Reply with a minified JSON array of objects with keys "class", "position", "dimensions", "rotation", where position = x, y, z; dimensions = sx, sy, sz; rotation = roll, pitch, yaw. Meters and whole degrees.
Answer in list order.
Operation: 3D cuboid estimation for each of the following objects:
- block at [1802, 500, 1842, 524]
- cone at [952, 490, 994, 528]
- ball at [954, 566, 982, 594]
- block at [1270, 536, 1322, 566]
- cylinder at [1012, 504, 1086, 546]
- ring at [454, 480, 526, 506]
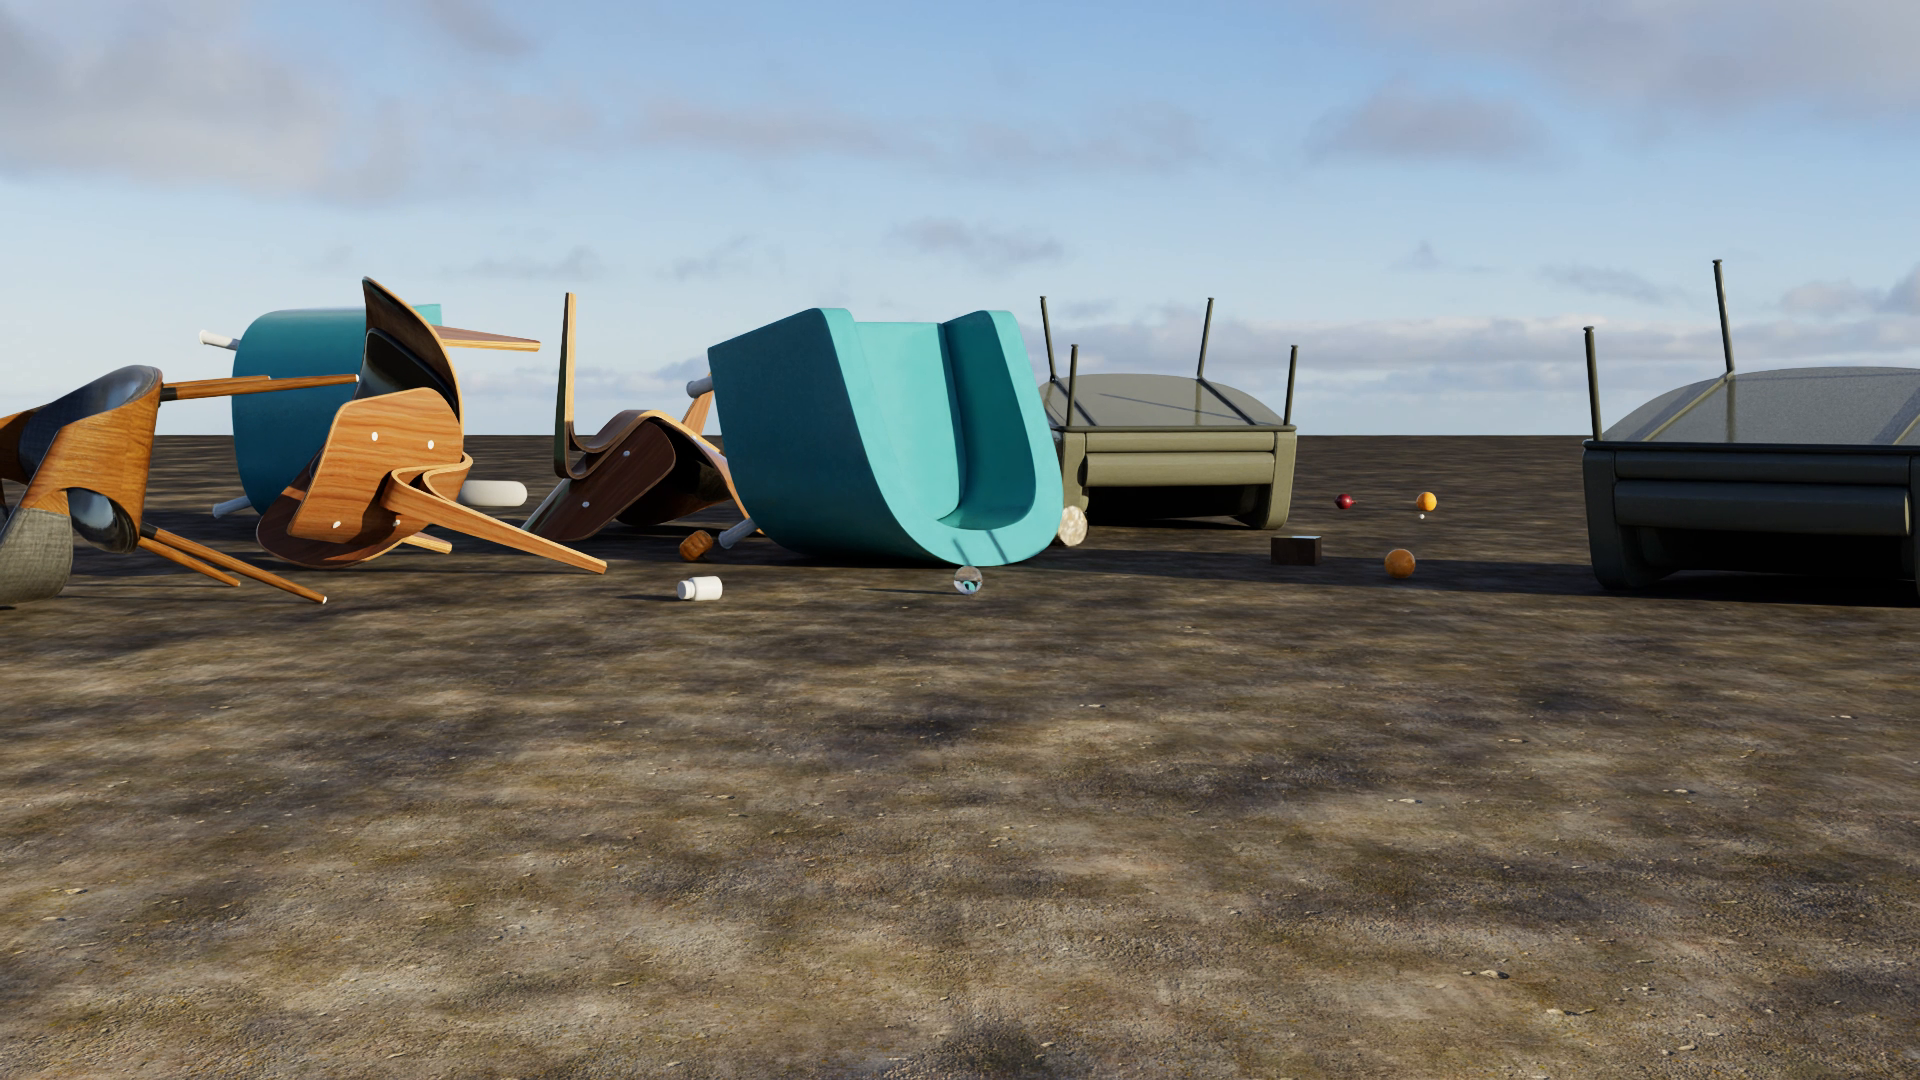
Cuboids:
[{"class":"block","position":[2.875,-0.093,7.334],"dimensions":[0.115,0.079,0.064],"rotation":[-1,4,-19]},{"class":"cone","position":[0.042,-0.102,7.131],"dimensions":[0.140,0.122,0.096],"rotation":[-1,4,-16]},{"class":"ball","position":[0.018,0.088,4.806],"dimensions":[0.064,0.064,0.064],"rotation":[0,4,0]},{"class":"block","position":[0.863,0.027,5.644],"dimensions":[0.114,0.070,0.080],"rotation":[2,4,21]},{"class":"cylinder","position":[0.257,-0.043,6.343],"dimensions":[0.172,0.113,0.134],"rotation":[4,-5,42]},{"class":"ring","position":[-1.803,-0.179,8.449],"dimensions":[0.288,0.098,0.110],"rotation":[1,1,8]}]
